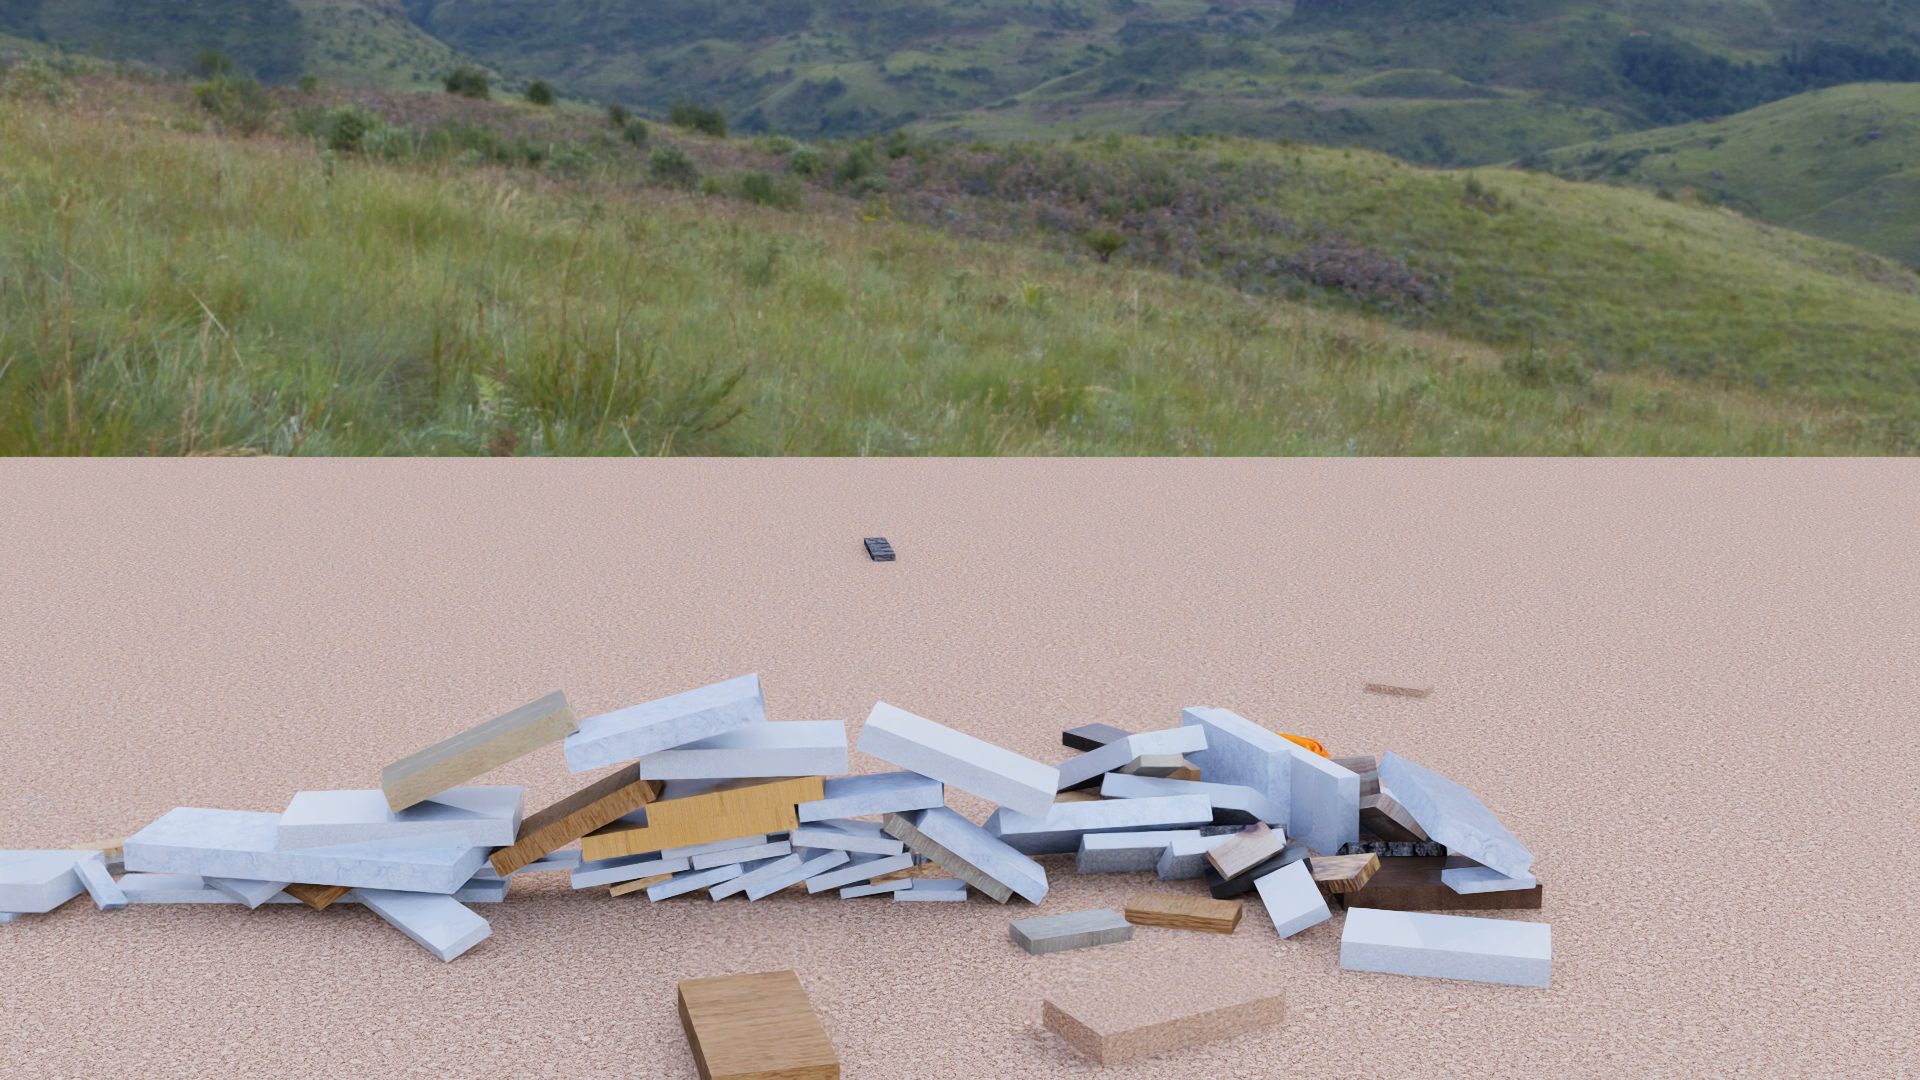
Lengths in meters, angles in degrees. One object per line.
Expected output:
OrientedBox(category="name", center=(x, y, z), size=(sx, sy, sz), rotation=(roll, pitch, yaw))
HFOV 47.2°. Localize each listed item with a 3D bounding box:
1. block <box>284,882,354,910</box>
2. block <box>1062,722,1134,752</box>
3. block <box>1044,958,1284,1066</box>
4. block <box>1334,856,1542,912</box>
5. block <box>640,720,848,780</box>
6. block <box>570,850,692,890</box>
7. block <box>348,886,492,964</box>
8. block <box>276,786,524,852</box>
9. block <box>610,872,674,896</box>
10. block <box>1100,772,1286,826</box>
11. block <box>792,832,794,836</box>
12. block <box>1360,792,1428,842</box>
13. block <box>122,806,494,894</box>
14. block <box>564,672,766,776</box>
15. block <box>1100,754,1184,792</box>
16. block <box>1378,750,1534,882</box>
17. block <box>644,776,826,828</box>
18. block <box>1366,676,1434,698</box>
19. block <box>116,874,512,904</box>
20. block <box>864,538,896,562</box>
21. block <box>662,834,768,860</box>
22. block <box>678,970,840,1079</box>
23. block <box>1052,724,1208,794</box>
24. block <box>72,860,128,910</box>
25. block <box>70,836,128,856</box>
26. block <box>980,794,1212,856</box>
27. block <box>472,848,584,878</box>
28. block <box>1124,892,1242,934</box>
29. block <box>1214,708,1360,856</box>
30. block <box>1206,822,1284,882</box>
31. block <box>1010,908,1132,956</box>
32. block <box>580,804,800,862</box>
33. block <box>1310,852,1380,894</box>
OrientedBox(category="block", center=(-1.064, 0.553, 3.612), size=(0.167, 0.024, 0.084), rotation=(13, 37, 43))
OrientedBox(category="block", center=(0.317, 0.418, 4.514), size=(0.102, 0.029, 0.203), rotation=(-9, 14, -40))
OrientedBox(category="block", center=(0.290, 0.668, 3.127), size=(0.308, 0.044, 0.154), rotation=(-6, 12, -29))
OrientedBox(category="block", center=(0.785, 0.570, 3.660), size=(0.326, 0.042, 0.148), rotation=(0, 11, -2))
OrientedBox(category="block", center=(-0.356, 0.346, 3.637), size=(0.334, 0.047, 0.167), rotation=(-1, 10, -5))
OrientedBox(category="block", center=(-0.546, 0.540, 3.664), size=(0.194, 0.024, 0.086), rotation=(-10, 10, -1))
OrientedBox(category="block", center=(-0.876, 0.581, 3.511), size=(0.084, 0.024, 0.365), rotation=(-32, 31, -31))
OrientedBox(category="block", center=(-0.912, 0.456, 3.605), size=(0.372, 0.045, 0.160), rotation=(-1, 13, -5))
OrientedBox(category="block", center=(-0.529, 0.564, 3.667), size=(0.106, 0.015, 0.053), rotation=(-17, 10, 2))
OrientedBox(category="block", center=(0.417, 0.471, 3.938), size=(0.295, 0.042, 0.148), rotation=(2, -21, 35))
OrientedBox(category="block", center=(-0.323, 0.537, 3.895), size=(0.149, 0.021, 0.075), rotation=(4, 11, 22))
OrientedBox(category="block", center=(0.743, 0.486, 3.822), size=(0.102, 0.029, 0.203), rotation=(35, -11, 1))
OrientedBox(category="block", center=(-1.063, 0.505, 3.599), size=(0.564, 0.048, 0.169), rotation=(2, 13, 10))
OrientedBox(category="block", center=(-0.479, 0.297, 3.582), size=(0.320, 0.045, 0.160), rotation=(-15, 11, -3))
OrientedBox(category="block", center=(0.330, 0.432, 4.033), size=(0.075, 0.021, 0.380), rotation=(1, -14, -7))
OrientedBox(category="block", center=(0.835, 0.464, 3.744), size=(0.163, 0.046, 0.456), rotation=(26, 6, -4))
OrientedBox(category="block", center=(-0.368, 0.413, 3.645), size=(0.289, 0.041, 0.144), rotation=(-9, 10, 0))
OrientedBox(category="block", center=(0.998, 0.334, 4.992), size=(0.136, 0.019, 0.068), rotation=(6, 12, 30))
OrientedBox(category="block", center=(-1.078, 0.580, 3.663), size=(0.645, 0.023, 0.080), rotation=(0, 11, 0))
OrientedBox(category="block", center=(-0.243, 0.028, 6.644), size=(0.067, 0.019, 0.288), rotation=(-1, 11, -8))
OrientedBox(category="block", center=(-0.406, 0.494, 3.654), size=(0.173, 0.024, 0.086), rotation=(-10, 10, 0))
OrientedBox(category="block", center=(-0.282, 0.684, 3.031), size=(0.169, 0.048, 0.338), rotation=(-3, 11, -14))
OrientedBox(category="block", center=(0.304, 0.413, 4.117), size=(0.163, 0.046, 0.327), rotation=(-6, -14, -29))
OrientedBox(category="block", center=(-1.405, 0.563, 3.593), size=(0.096, 0.014, 0.048), rotation=(46, 13, 22))
OrientedBox(category="block", center=(-1.487, 0.534, 3.807), size=(0.096, 0.014, 0.048), rotation=(-6, 12, -29))
OrientedBox(category="block", center=(0.230, 0.496, 3.804), size=(0.376, 0.047, 0.167), rotation=(-2, -22, -15))
OrientedBox(category="block", center=(-0.778, 0.545, 3.674), size=(0.289, 0.015, 0.053), rotation=(-5, 11, -1))
OrientedBox(category="block", center=(0.361, 0.601, 3.545), size=(0.174, 0.025, 0.087), rotation=(3, 11, 18))
OrientedBox(category="block", center=(0.582, 0.443, 4.035), size=(0.044, 0.154, 0.489), rotation=(-6, 12, -21))
OrientedBox(category="block", center=(0.474, 0.518, 3.662), size=(0.119, 0.017, 0.059), rotation=(-23, 57, -25))
OrientedBox(category="block", center=(0.175, 0.616, 3.463), size=(0.174, 0.025, 0.087), rotation=(-4, 11, -21))
OrientedBox(category="block", center=(-0.441, 0.465, 3.656), size=(0.354, 0.041, 0.144), rotation=(-9, 10, 2))
OrientedBox(category="block", center=(0.597, 0.553, 3.624), size=(0.172, 0.024, 0.086), rotation=(-12, 14, 40))
